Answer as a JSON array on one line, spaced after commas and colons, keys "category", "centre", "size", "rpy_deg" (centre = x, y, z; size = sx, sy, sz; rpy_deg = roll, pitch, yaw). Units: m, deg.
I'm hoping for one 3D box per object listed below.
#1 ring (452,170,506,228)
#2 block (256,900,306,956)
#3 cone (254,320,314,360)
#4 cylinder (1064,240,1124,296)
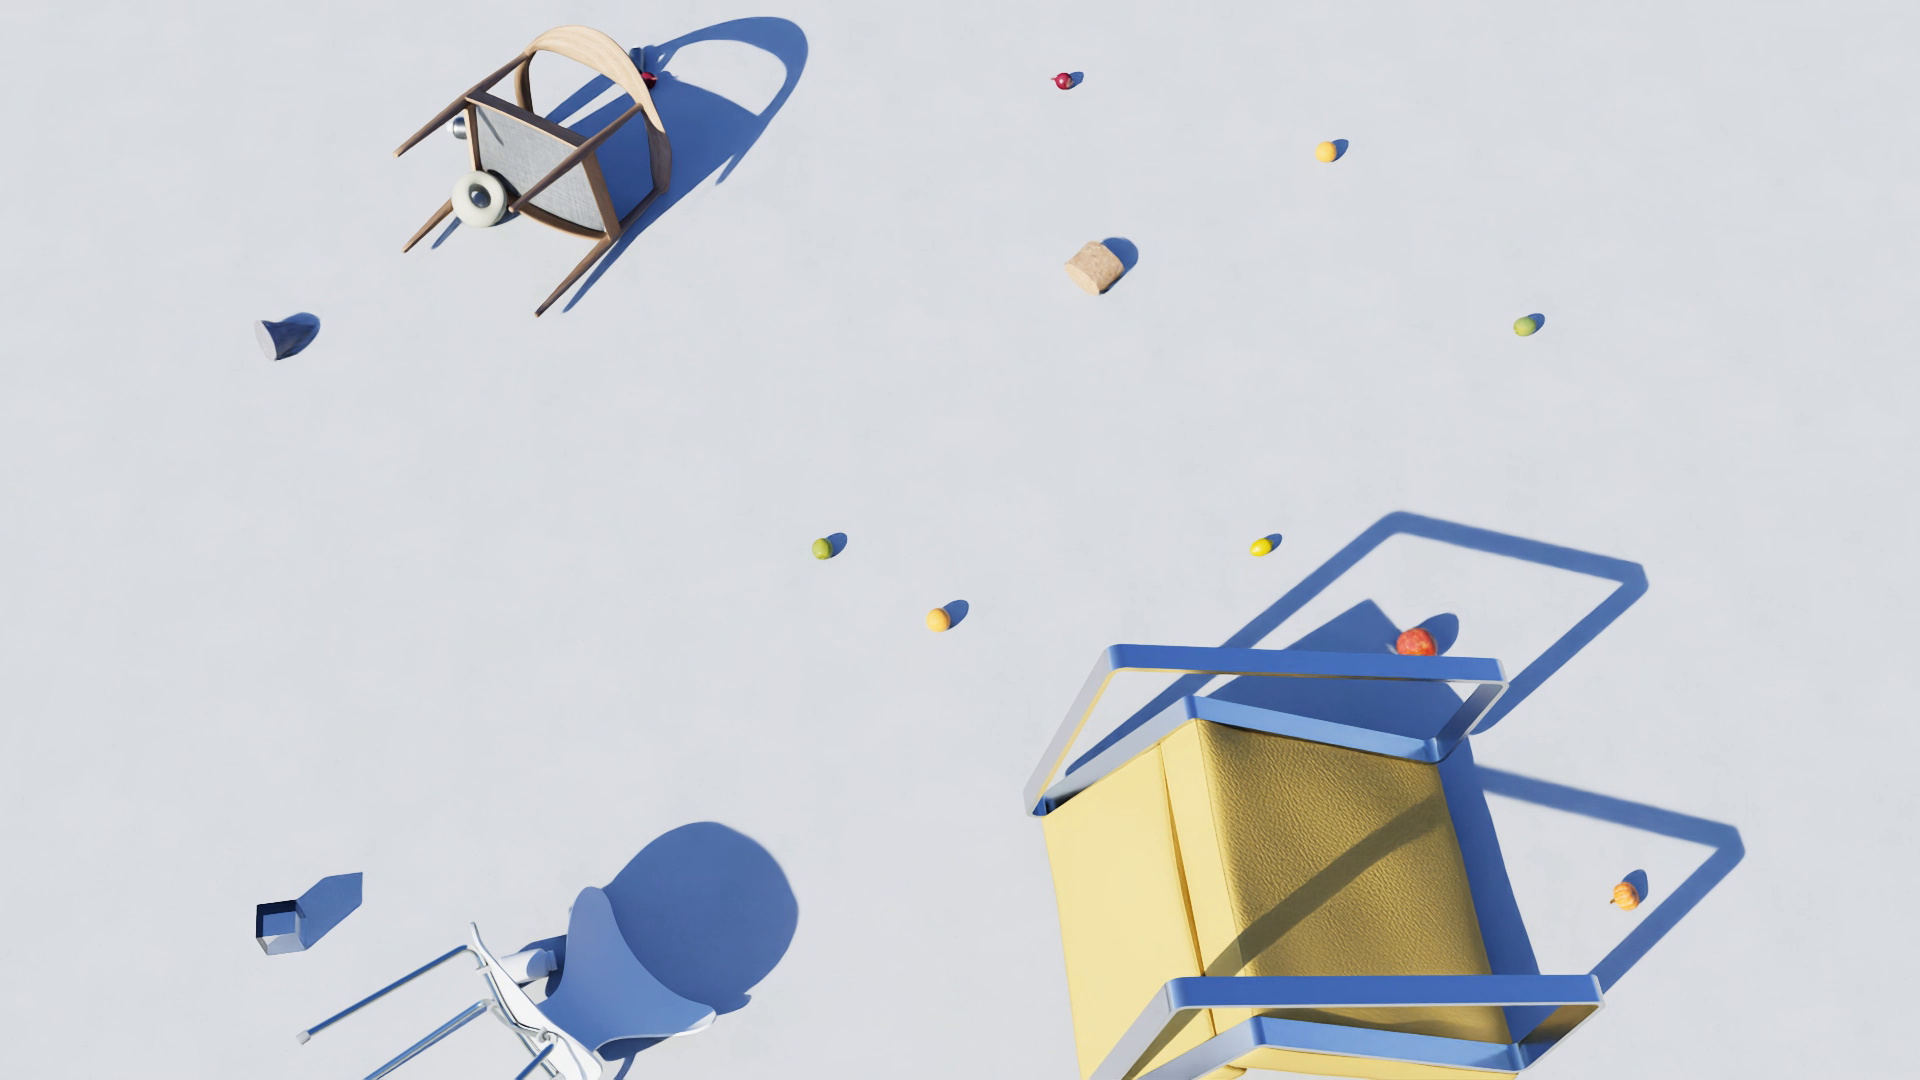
[{"category": "ring", "centre": [-1.581, -1.121, 7.235], "size": [0.180, 0.096, 0.191], "rpy_deg": [12, 70, -29]}, {"category": "block", "centre": [-1.794, 1.025, 5.815], "size": [0.102, 0.117, 0.095], "rpy_deg": [-7, 56, -5]}, {"category": "cone", "centre": [-2.124, -0.658, 6.983], "size": [0.179, 0.114, 0.149], "rpy_deg": [-23, 63, -36]}, {"category": "cylinder", "centre": [0.433, -0.881, 7.113], "size": [0.149, 0.083, 0.128], "rpy_deg": [41, 64, 10]}]
